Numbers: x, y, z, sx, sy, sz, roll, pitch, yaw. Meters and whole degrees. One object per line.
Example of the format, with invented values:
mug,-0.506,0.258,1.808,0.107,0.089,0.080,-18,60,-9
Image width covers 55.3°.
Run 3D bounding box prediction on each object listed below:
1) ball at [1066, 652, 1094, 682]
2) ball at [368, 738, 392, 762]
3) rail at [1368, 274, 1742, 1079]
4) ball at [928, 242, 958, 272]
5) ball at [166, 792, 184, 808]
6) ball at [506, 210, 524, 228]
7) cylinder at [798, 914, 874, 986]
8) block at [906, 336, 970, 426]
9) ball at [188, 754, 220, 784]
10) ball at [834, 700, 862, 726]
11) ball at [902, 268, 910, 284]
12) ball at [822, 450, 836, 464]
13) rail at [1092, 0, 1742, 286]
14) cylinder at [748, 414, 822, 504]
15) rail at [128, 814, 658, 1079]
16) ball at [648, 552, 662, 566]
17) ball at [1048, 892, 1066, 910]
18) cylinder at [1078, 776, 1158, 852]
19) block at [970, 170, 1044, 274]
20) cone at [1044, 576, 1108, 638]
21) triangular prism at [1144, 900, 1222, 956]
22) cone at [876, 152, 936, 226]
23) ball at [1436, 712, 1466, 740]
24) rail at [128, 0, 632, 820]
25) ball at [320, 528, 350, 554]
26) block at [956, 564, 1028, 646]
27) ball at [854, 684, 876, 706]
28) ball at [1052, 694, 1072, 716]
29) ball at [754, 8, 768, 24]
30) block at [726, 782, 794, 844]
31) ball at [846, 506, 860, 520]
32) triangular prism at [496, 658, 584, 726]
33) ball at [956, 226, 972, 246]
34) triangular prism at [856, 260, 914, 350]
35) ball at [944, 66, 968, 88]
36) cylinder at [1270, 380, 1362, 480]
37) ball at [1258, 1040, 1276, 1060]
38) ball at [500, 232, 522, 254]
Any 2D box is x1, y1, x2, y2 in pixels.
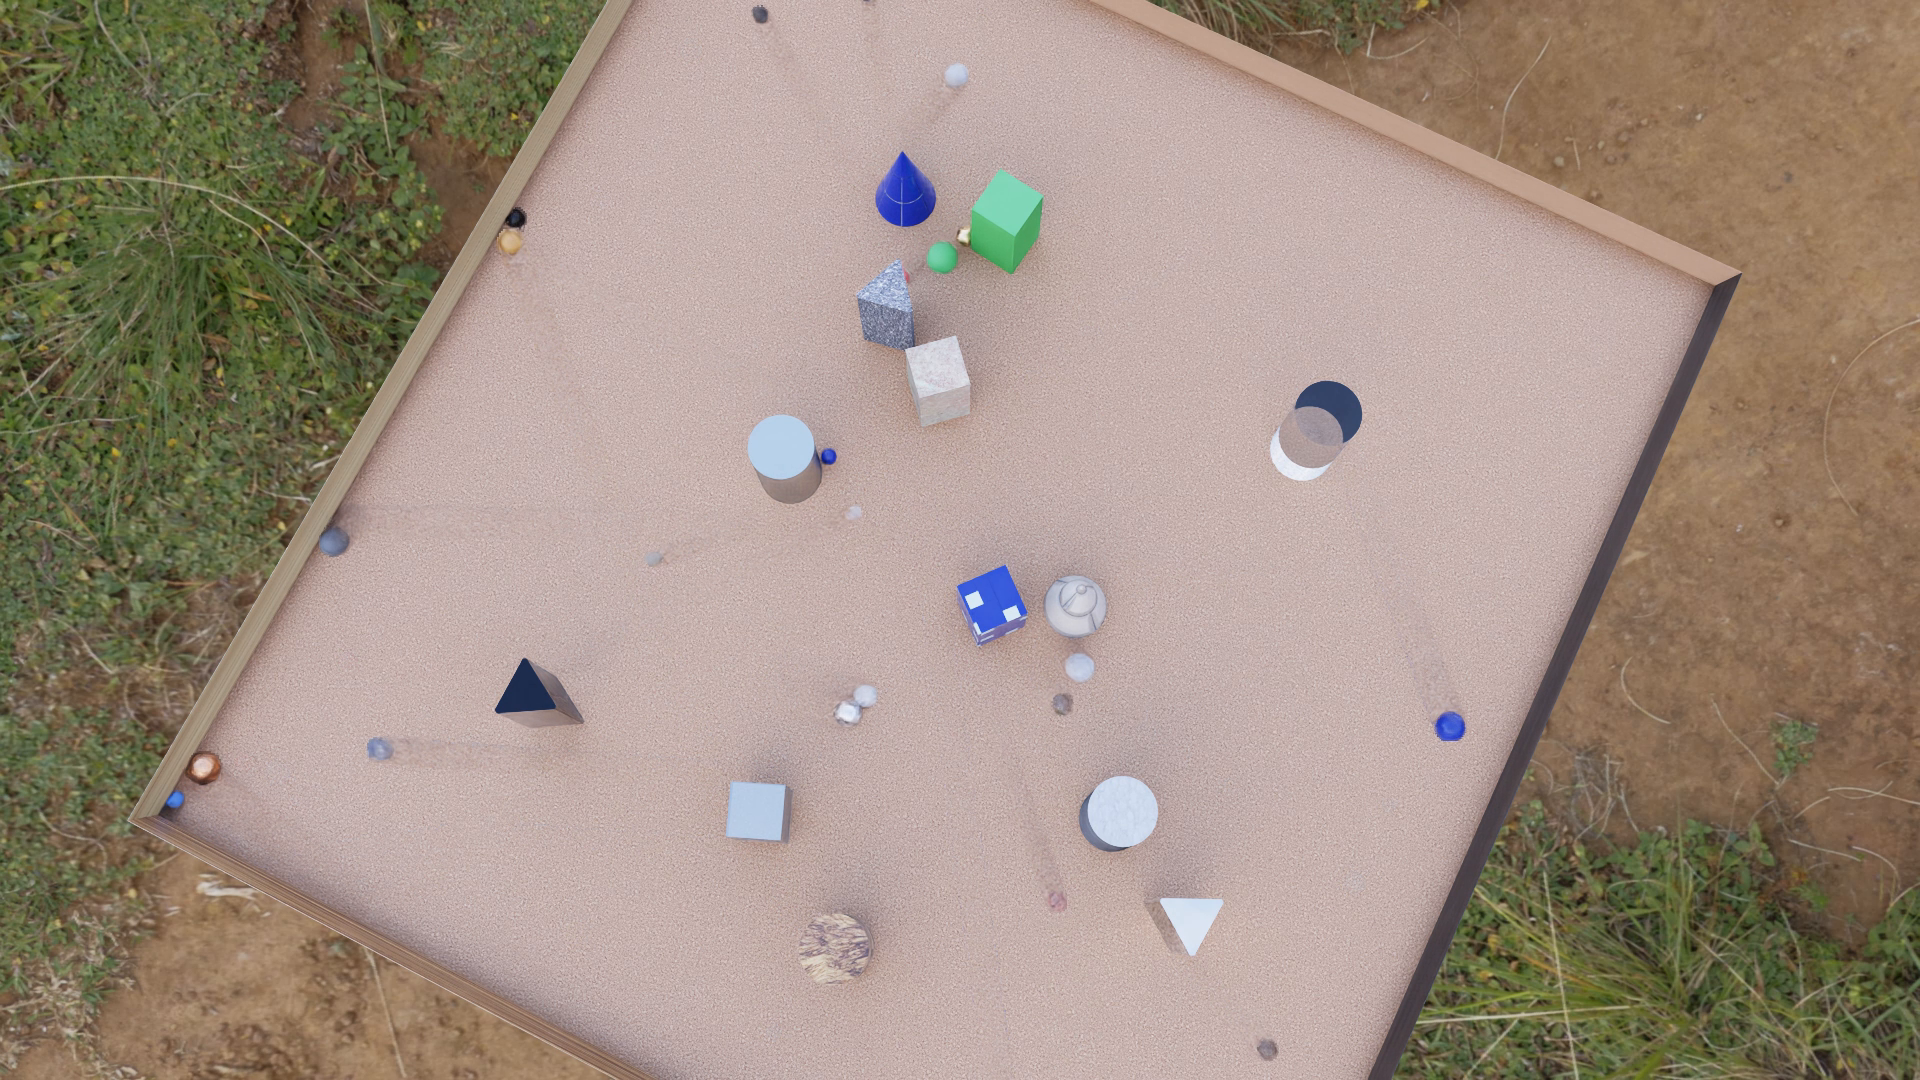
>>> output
ball,0.357,0.381,5.494,0.085,0.085,0.085,0,78,0
ball,-1.723,0.625,5.453,0.068,0.068,0.068,0,78,0
rail,1.578,0.779,5.390,0.045,0.126,3.662,26,80,5
ball,-0.055,-0.889,5.751,0.097,0.097,0.097,0,78,0
ball,-2.328,0.770,5.432,0.048,0.048,0.048,0,78,0
ball,-1.406,-1.016,5.797,0.059,0.059,0.059,0,78,0
cylinder,-0.347,1.161,5.209,0.194,0.327,0.194,0,78,0
block,-0.065,-0.477,5.551,0.155,0.322,0.155,-16,79,-3
ball,-2.240,0.679,5.429,0.092,0.092,0.092,0,78,0
ball,-0.336,0.516,5.468,0.081,0.081,0.081,0,78,0
ball,-0.185,-0.826,5.760,0.054,0.054,0.054,0,78,0
ball,-0.404,-0.255,5.645,0.049,0.049,0.049,0,78,0
rail,0.808,-1.576,5.877,3.576,0.126,0.045,26,80,5
cylinder,-0.522,-0.239,5.500,0.194,0.324,0.194,0,78,0
rail,-0.808,1.590,5.222,3.576,0.126,0.045,26,80,5
ball,-0.928,0.056,5.582,0.044,0.044,0.044,0,78,0
ball,0.283,1.059,5.369,0.055,0.055,0.055,0,78,0
cylinder,0.451,0.790,5.257,0.194,0.384,0.194,0,78,0
block,0.142,-0.977,5.649,0.155,0.332,0.155,33,80,6
cone,0.350,0.167,5.405,0.194,0.346,0.194,0,78,0
triangular prism,0.604,1.054,5.163,0.146,0.461,0.168,31,80,6
cone,-0.173,-1.127,5.661,0.194,0.369,0.194,0,78,0
ball,1.462,0.554,5.459,0.085,0.085,0.085,0,78,0
rail,-1.578,-0.766,5.710,0.045,0.126,3.662,26,80,5
ball,-1.902,0.003,5.573,0.083,0.083,0.083,0,78,0
block,0.093,0.198,5.444,0.155,0.258,0.155,-23,79,-5
ball,-0.284,0.466,5.486,0.067,0.067,0.067,0,78,0
ball,0.304,0.492,5.482,0.064,0.064,0.064,0,78,0
ball,-0.646,-1.700,5.944,0.048,0.048,0.048,0,78,0
block,-0.578,0.793,5.317,0.155,0.264,0.155,4,78,1
ball,-0.329,-0.080,5.612,0.042,0.042,0.042,0,78,0
triangular prism,-1.217,0.443,5.322,0.168,0.397,0.146,-4,78,-1
ball,0.018,-0.960,5.783,0.063,0.063,0.063,0,78,0
triangular prism,-0.201,-0.718,5.563,0.168,0.396,0.146,17,79,3
ball,-0.013,-1.489,5.888,0.072,0.072,0.072,0,78,0
cylinder,1.058,-0.321,5.467,0.194,0.424,0.194,0,78,0
ball,0.886,1.470,5.285,0.054,0.054,0.054,0,78,0
ball,-1.415,-0.938,5.775,0.070,0.070,0.070,0,78,0
